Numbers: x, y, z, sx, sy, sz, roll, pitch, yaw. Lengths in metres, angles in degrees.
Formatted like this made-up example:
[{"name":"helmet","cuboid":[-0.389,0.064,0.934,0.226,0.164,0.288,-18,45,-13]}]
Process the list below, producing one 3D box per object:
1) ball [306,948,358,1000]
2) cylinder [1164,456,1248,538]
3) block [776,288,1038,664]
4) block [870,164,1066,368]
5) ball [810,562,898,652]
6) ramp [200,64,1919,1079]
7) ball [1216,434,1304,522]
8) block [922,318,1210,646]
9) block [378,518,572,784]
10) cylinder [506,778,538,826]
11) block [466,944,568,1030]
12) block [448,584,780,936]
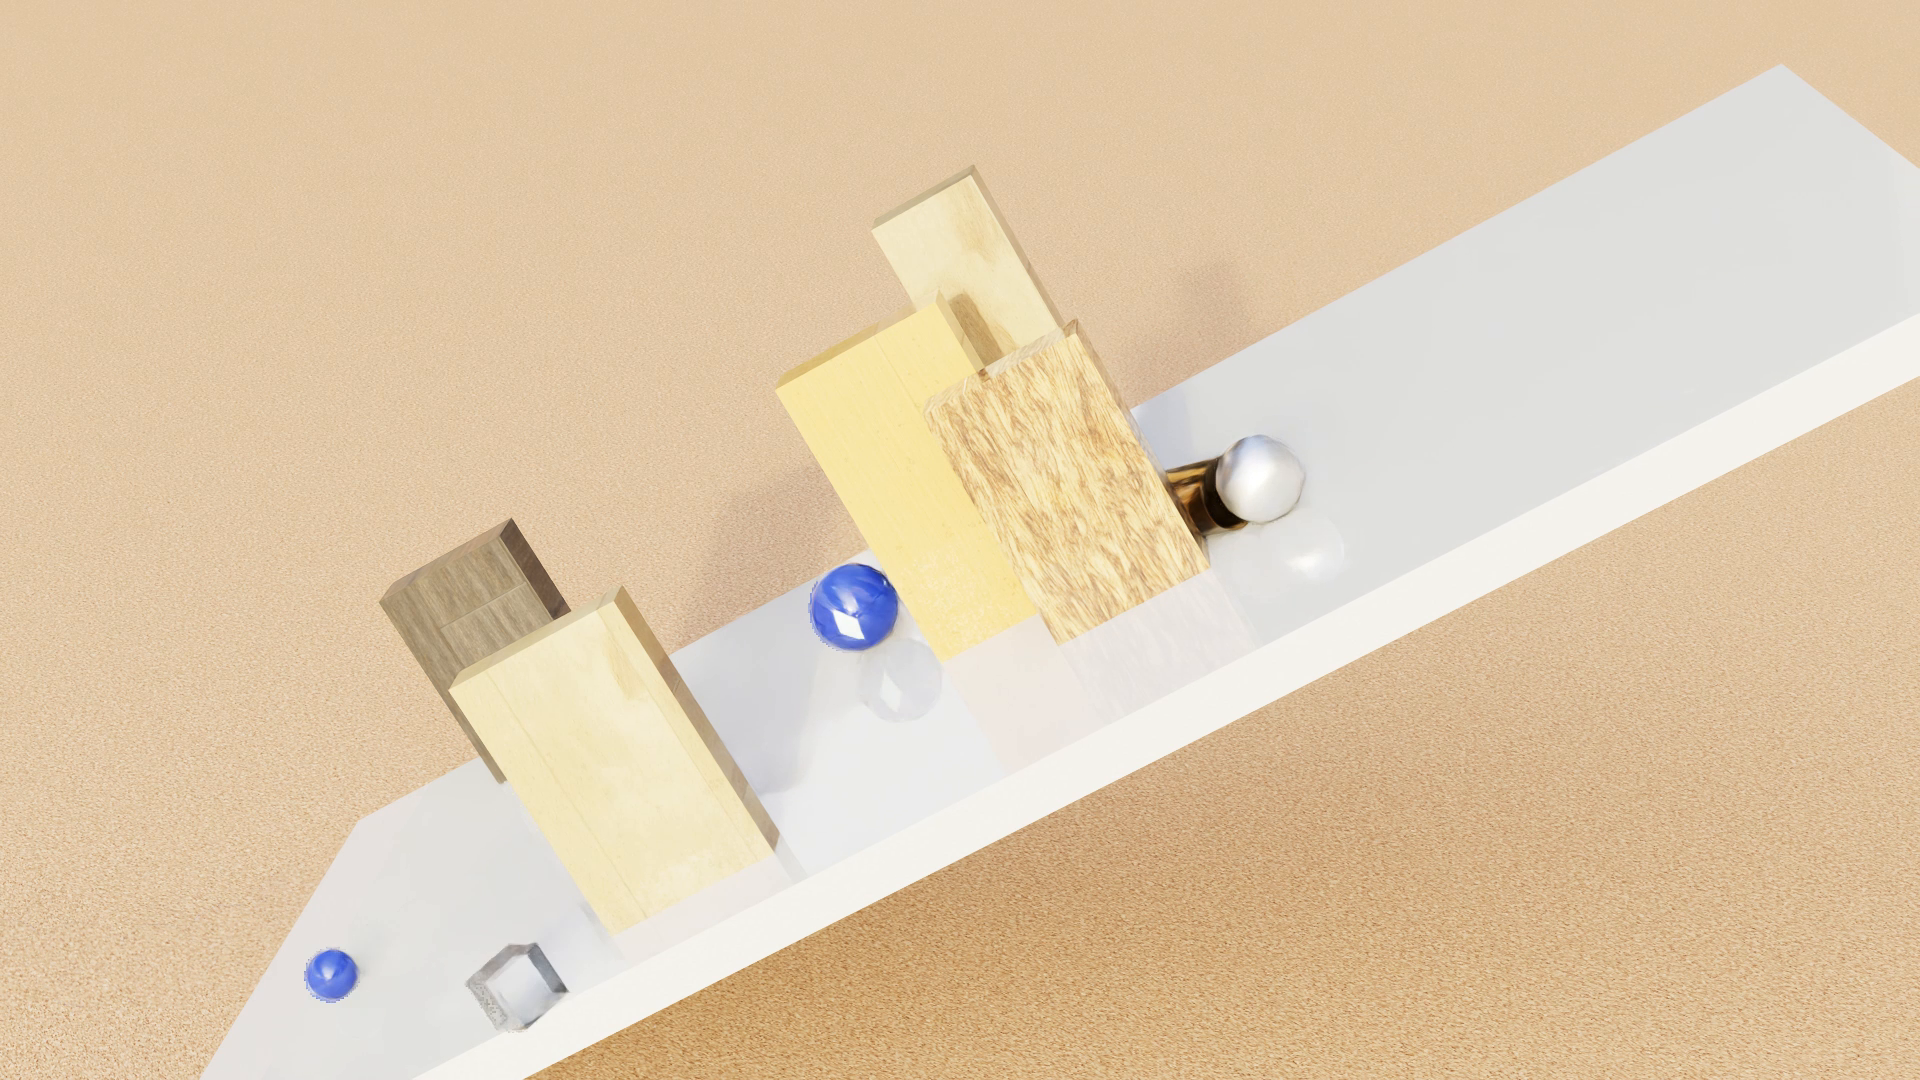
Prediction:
[{"name":"ball","cuboid":[-1.342,0.929,6.289,0.108,0.108,0.108,0,18,0]},{"name":"cylinder","cuboid":[0.488,-0.082,5.921,0.150,0.150,0.150,-16,2,-40]},{"name":"block","cuboid":[-0.042,-0.128,6.078,0.377,0.676,0.119,-28,15,12]},{"name":"block","cuboid":[0.117,-0.411,6.466,0.249,0.797,0.121,-28,15,12]},{"name":"ball","cuboid":[-0.233,0.148,6.505,0.195,0.195,0.195,0,18,0]},{"name":"ramp","cuboid":[0.142,0.168,6.284,4.000,0.100,2.000,-28,15,12]},{"name":"ball","cuboid":[0.590,-0.121,5.802,0.173,0.173,0.173,0,18,0]},{"name":"block","cuboid":[0.211,-0.112,5.785,0.342,0.542,0.122,-28,15,12]},{"name":"block","cuboid":[-1.105,0.272,7.149,0.347,0.540,0.145,-28,15,12]},{"name":"cylinder","cuboid":[-0.924,0.552,6.631,0.149,0.149,0.149,-29,14,8]},{"name":"block","cuboid":[-0.835,0.843,5.546,0.114,0.114,0.114,-41,17,-35]},{"name":"block","cuboid":[-0.658,0.426,5.640,0.371,0.584,0.098,-28,15,12]}]
